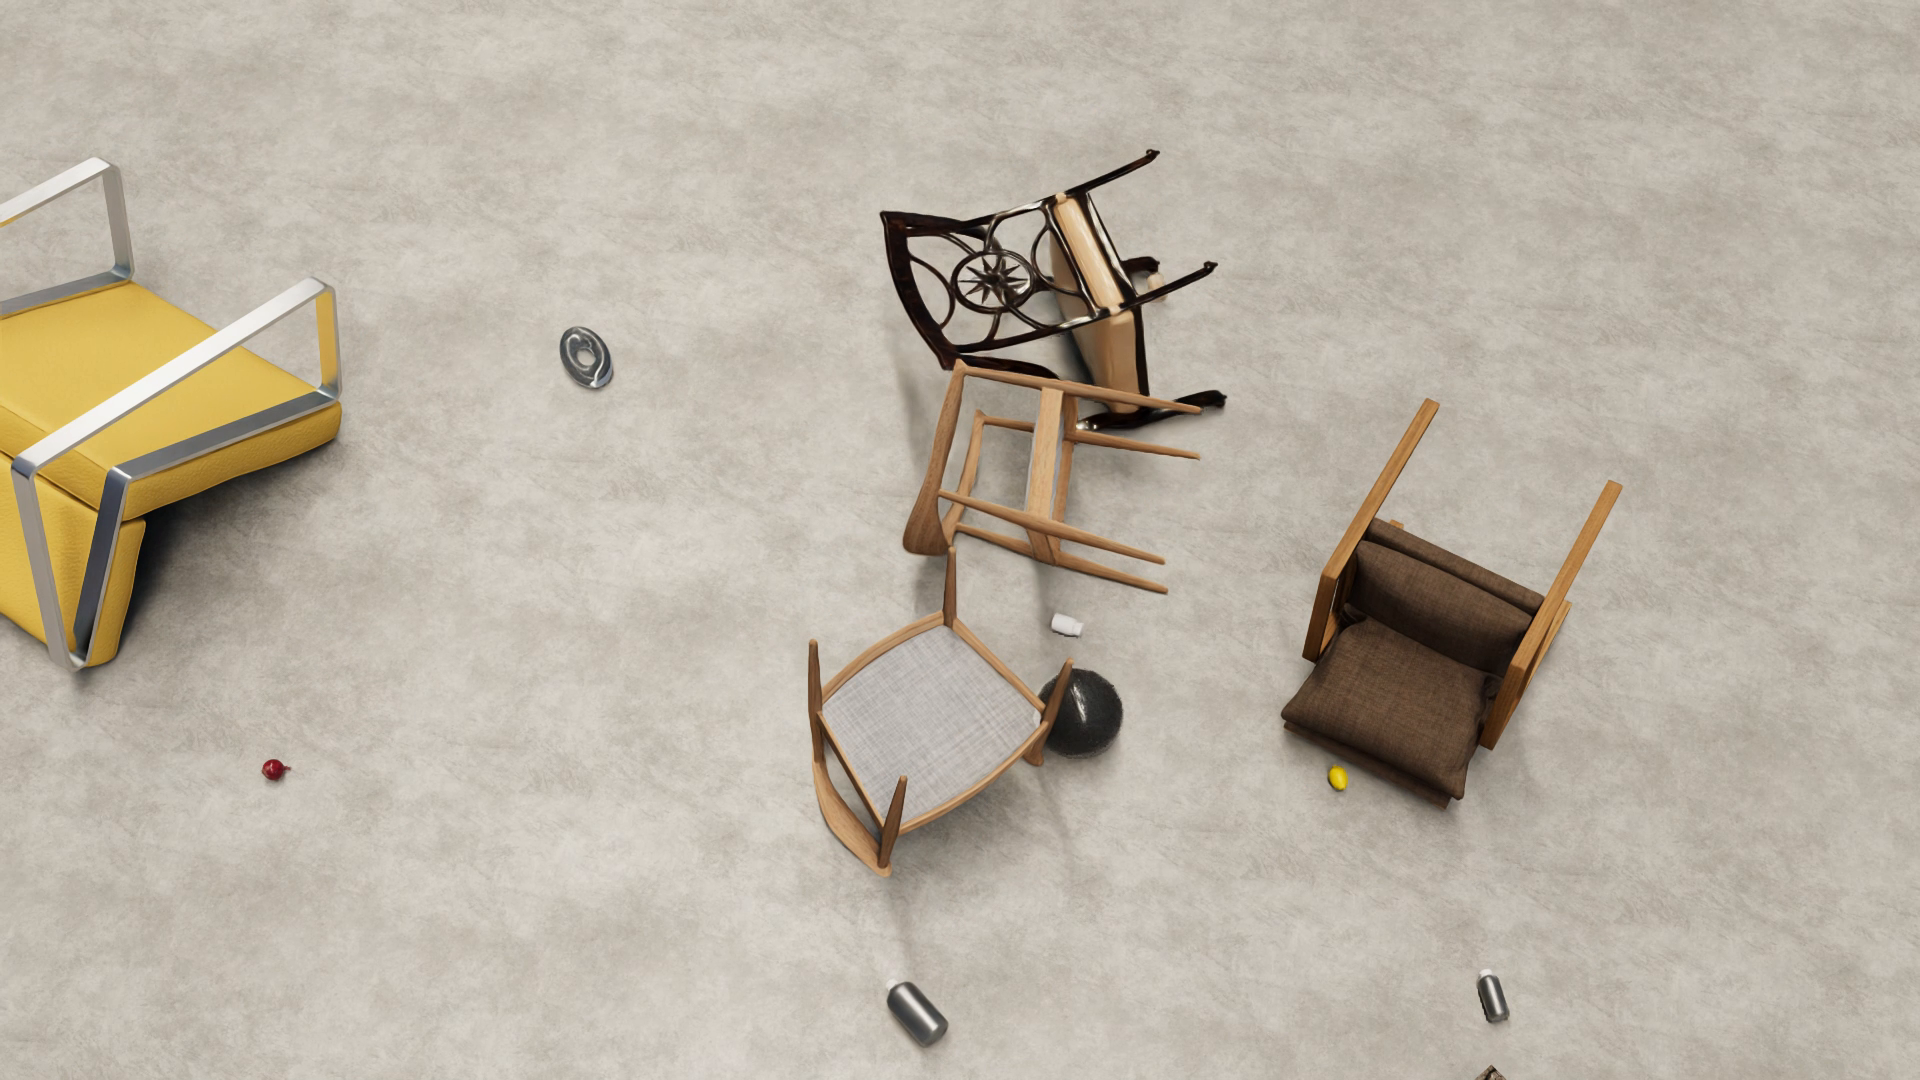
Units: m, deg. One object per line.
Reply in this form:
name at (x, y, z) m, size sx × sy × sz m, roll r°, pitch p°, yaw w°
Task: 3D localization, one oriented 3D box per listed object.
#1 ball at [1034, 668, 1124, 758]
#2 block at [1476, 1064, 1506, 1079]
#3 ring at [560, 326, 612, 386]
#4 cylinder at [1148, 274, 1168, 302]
ball at (0.329, 0.479, 6.104) m, size 0.246 × 0.246 × 0.246 m, roll 0°, pitch 56°, yaw 0°
block at (1.280, 1.491, 5.497) m, size 0.298 × 0.127 × 0.177 m, roll -35°, pitch 63°, yaw -21°
ring at (-1.180, -0.579, 6.934) m, size 0.152 × 0.048 × 0.257 m, roll -23°, pitch 59°, yaw -14°
cylinder at (0.636, -0.812, 7.085) m, size 0.057 × 0.056 × 0.072 m, roll -9°, pitch 56°, yaw 3°
